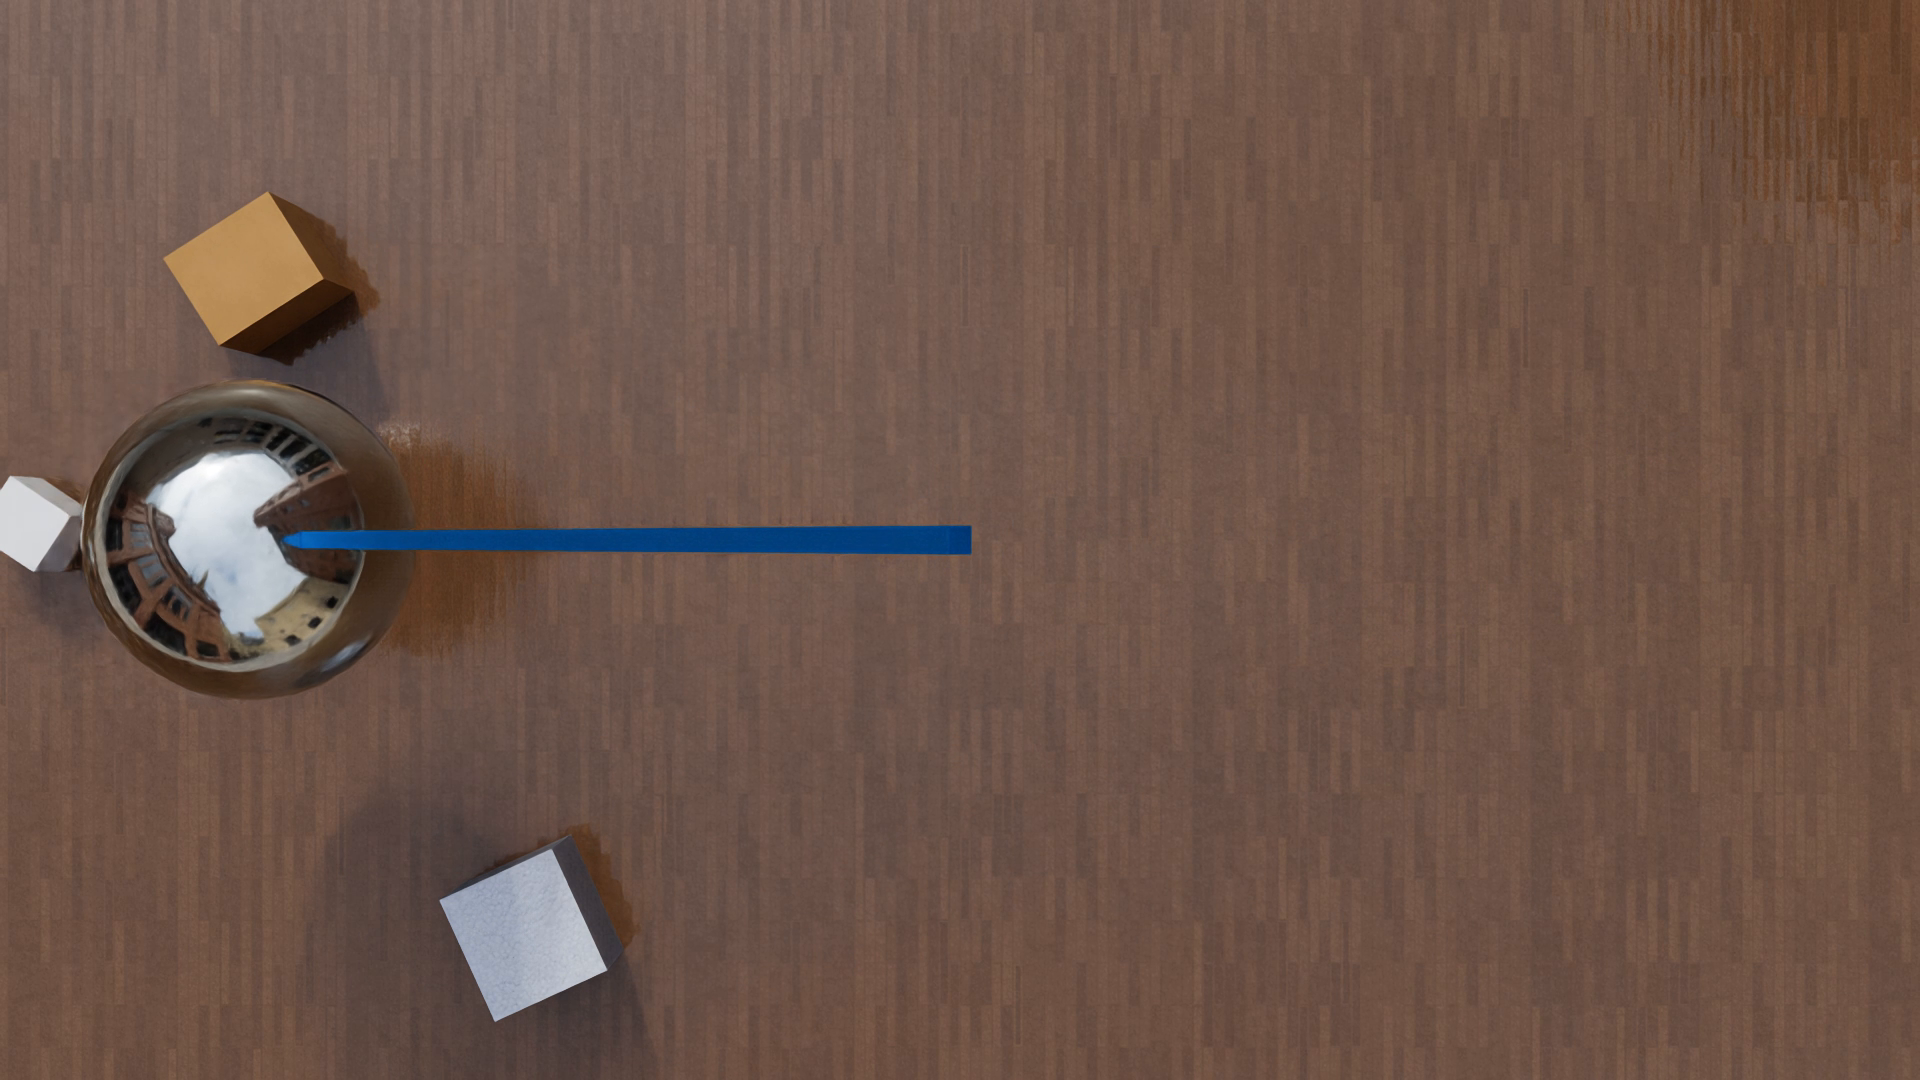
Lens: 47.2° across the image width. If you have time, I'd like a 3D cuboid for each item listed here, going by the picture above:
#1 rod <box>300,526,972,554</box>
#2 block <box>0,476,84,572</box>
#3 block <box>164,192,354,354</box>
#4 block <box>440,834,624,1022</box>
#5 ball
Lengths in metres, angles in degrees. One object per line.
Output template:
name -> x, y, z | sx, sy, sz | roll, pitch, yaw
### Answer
rod -> -1.526, 0.000, 8.204 | 0.080, 5.200, 0.080 | 0, 90, -36
block -> -5.363, -0.091, 12.786 | 0.414, 0.429, 0.386 | 34, 90, 0
block -> -4.031, -1.528, 12.686 | 0.700, 0.629, 0.583 | -33, 90, 0
block -> -2.457, 2.224, 12.686 | 0.695, 0.627, 0.752 | -25, 90, 0
ball -> -3.523, 0.000, 10.957 | 1.600, 1.600, 1.600 | 0, 90, 0
